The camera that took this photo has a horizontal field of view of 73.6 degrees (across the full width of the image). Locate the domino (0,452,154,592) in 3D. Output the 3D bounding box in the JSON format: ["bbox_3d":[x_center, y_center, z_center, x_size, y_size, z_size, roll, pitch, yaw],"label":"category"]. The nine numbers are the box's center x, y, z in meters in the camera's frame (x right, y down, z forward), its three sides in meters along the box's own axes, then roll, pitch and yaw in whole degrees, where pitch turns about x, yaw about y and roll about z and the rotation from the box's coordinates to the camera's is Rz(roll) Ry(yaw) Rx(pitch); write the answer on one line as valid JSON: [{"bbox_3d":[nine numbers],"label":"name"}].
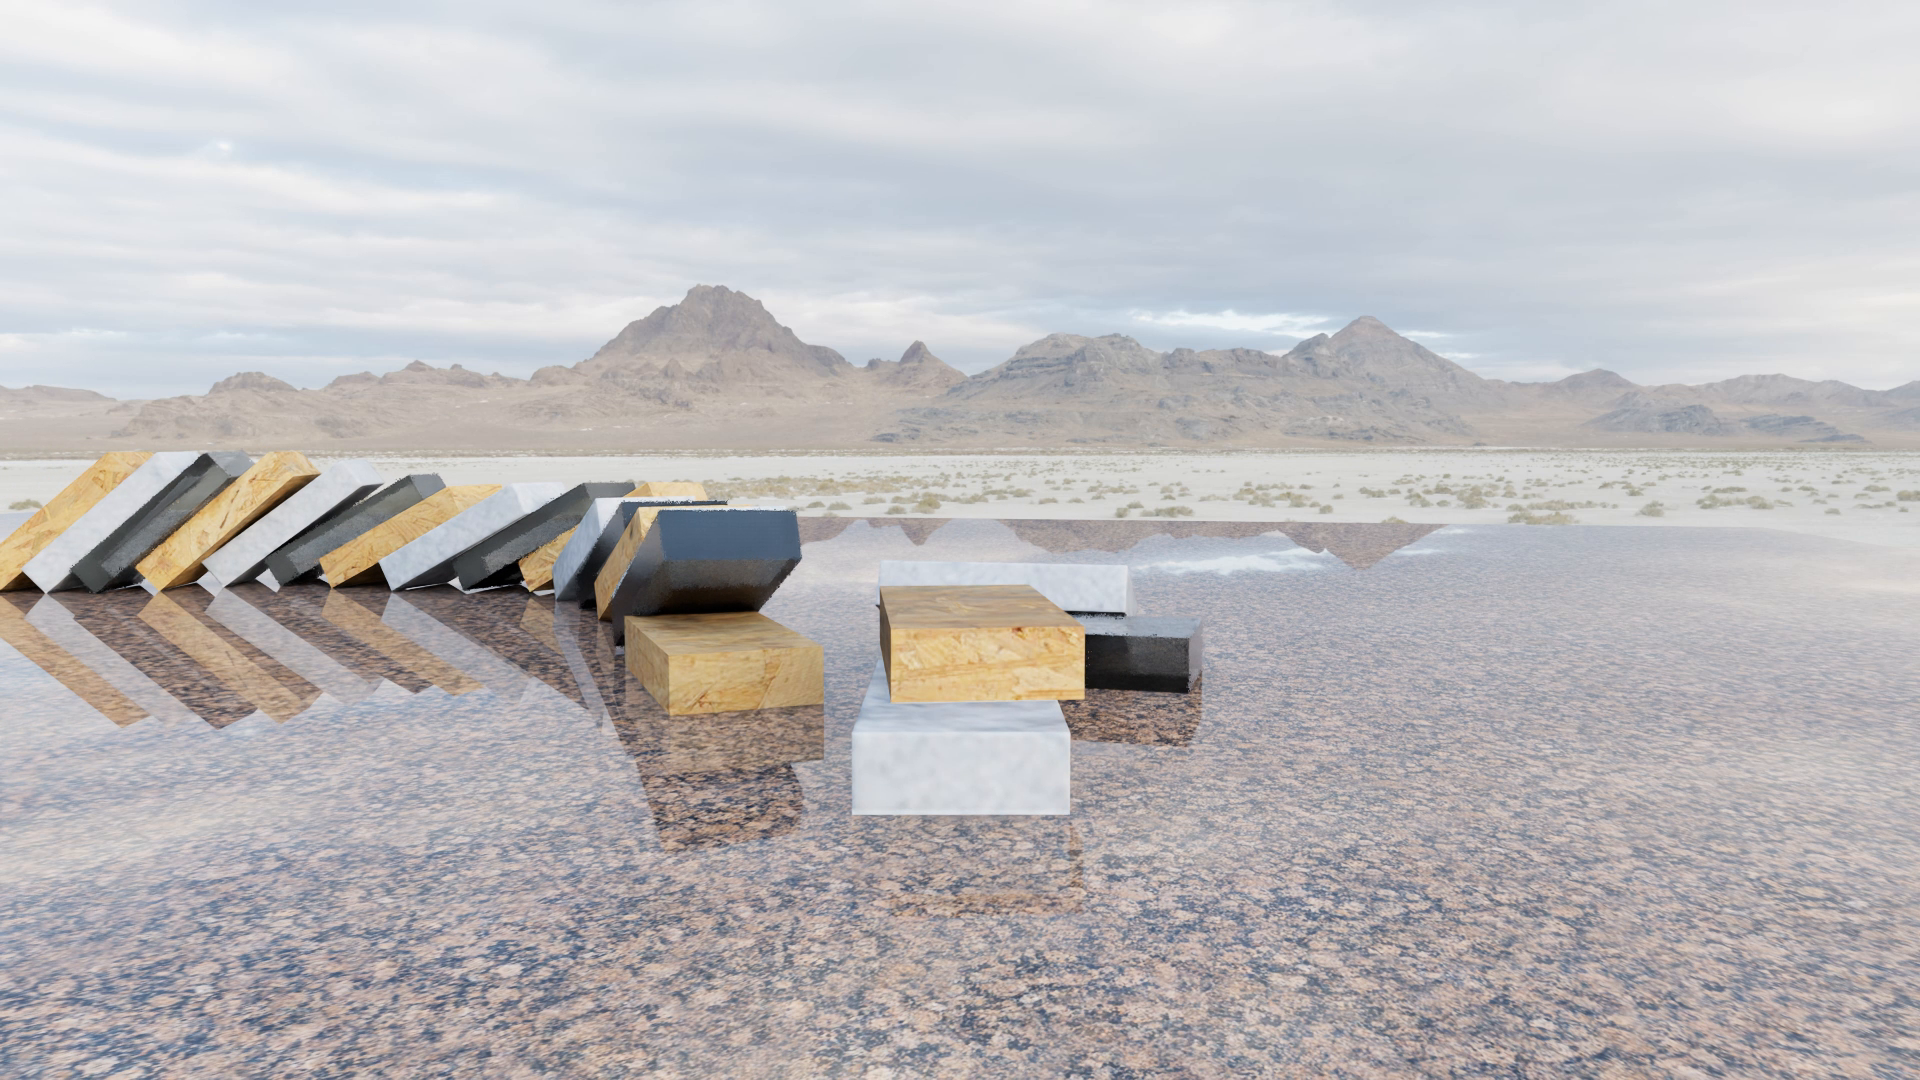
[{"bbox_3d":[-0.261,-0.006,0.379,0.050,0.009,0.025,-42,8,-3],"label":"domino"}]

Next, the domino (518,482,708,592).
[{"bbox_3d":[-0.098,-0.001,0.364,0.050,0.009,0.025,-28,-9,21],"label":"domino"}]

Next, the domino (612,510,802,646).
[{"bbox_3d":[-0.051,0.008,0.250,0.025,0.010,0.050,0,-21,-25],"label":"domino"}]

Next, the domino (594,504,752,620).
[{"bbox_3d":[-0.067,0.006,0.296,0.025,0.009,0.050,-2,-19,-28],"label":"domino"}]

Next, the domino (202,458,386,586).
[{"bbox_3d":[-0.204,-0.006,0.394,0.050,0.009,0.025,-38,9,-5],"label":"domino"}]

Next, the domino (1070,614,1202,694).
[{"bbox_3d":[0.018,0.020,0.237,0.050,0.010,0.025,1,4,16],"label":"domino"}]

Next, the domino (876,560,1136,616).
[{"bbox_3d":[0.010,0.013,0.265,0.050,0.009,0.025,1,-20,13],"label":"domino"}]

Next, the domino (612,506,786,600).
[{"bbox_3d":[-0.056,0.007,0.274,0.025,0.009,0.050,-2,-20,-28],"label":"domino"}]

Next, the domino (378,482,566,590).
[{"bbox_3d":[-0.141,-0.001,0.375,0.050,0.009,0.025,-27,-4,15],"label":"domino"}]

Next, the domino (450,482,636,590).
[{"bbox_3d":[-0.119,-0.001,0.372,0.050,0.009,0.025,-27,-6,17],"label":"domino"}]

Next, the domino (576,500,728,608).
[{"bbox_3d":[-0.076,0.004,0.317,0.025,0.009,0.050,-2,-20,-29],"label":"domino"}]

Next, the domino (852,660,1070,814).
[{"bbox_3d":[0.000,0.025,0.172,0.025,0.010,0.050,0,4,0],"label":"domino"}]

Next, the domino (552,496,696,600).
[{"bbox_3d":[-0.089,0.003,0.337,0.025,0.009,0.050,-3,-19,-31],"label":"domino"}]

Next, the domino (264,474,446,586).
[{"bbox_3d":[-0.185,-0.004,0.396,0.050,0.010,0.025,-30,5,0],"label":"domino"}]

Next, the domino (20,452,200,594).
[{"bbox_3d":[-0.247,-0.006,0.378,0.050,0.009,0.025,-42,8,-3],"label":"domino"}]

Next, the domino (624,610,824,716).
[{"bbox_3d":[-0.043,0.021,0.229,0.025,0.009,0.050,-2,5,-22],"label":"domino"}]

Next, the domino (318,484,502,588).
[{"bbox_3d":[-0.163,-0.001,0.385,0.050,0.009,0.025,-26,-3,15],"label":"domino"}]

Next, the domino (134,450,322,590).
[{"bbox_3d":[-0.218,-0.006,0.384,0.050,0.009,0.025,-42,9,-4],"label":"domino"}]

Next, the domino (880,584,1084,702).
[{"bbox_3d":[0.001,0.014,0.190,0.025,0.009,0.050,0,4,-5],"label":"domino"}]

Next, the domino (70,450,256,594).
[{"bbox_3d":[-0.232,-0.006,0.377,0.050,0.009,0.025,-42,8,-2],"label":"domino"}]
